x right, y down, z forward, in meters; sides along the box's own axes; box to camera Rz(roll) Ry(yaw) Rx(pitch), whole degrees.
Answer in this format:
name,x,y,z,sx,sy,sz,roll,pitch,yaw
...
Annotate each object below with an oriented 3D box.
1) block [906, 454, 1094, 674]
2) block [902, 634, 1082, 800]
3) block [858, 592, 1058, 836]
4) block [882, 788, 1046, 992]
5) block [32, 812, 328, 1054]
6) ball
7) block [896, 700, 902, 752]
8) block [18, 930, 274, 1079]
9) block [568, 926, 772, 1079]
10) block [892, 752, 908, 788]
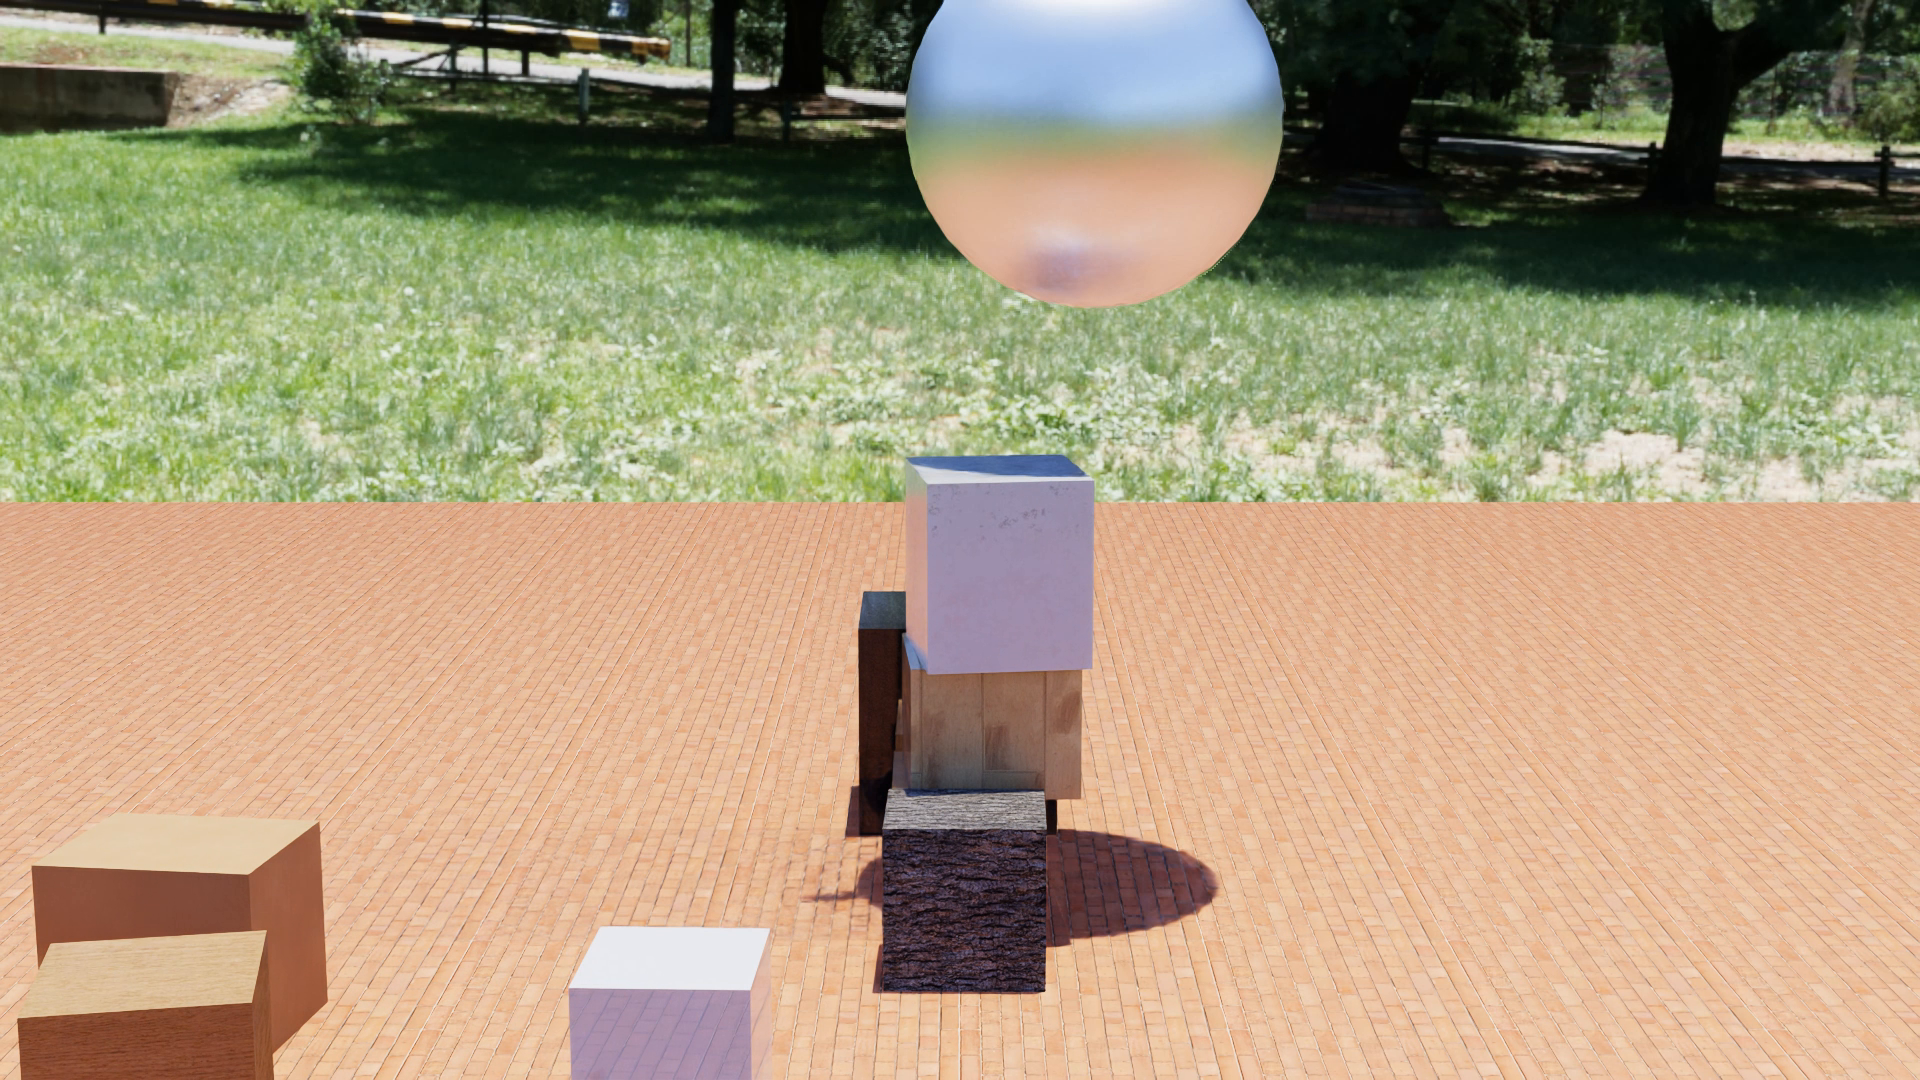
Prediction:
name,x,y,z,sx,sy,sz,roll,pitch,yaw
block,0.153,0.086,10.561,0.670,0.770,0.719,-1,10,-8
block,0.123,0.728,10.731,0.695,0.555,0.687,-1,10,-4
block,-0.012,0.815,12.329,0.923,0.985,0.877,0,10,-1
block,0.022,1.378,10.161,0.629,0.653,0.563,0,10,1
block,-2.868,1.465,9.494,0.813,0.720,0.667,1,10,7
ball,0.566,-1.783,10.856,1.600,1.600,1.600,0,10,0
block,0.018,1.116,11.598,0.602,0.654,0.630,0,10,0
block,-2.574,1.713,8.193,0.685,0.698,0.686,-2,10,-11
block,-0.937,1.687,8.428,0.575,0.664,0.593,0,10,2
block,0.010,1.275,10.916,0.590,0.586,0.712,0,10,-1
